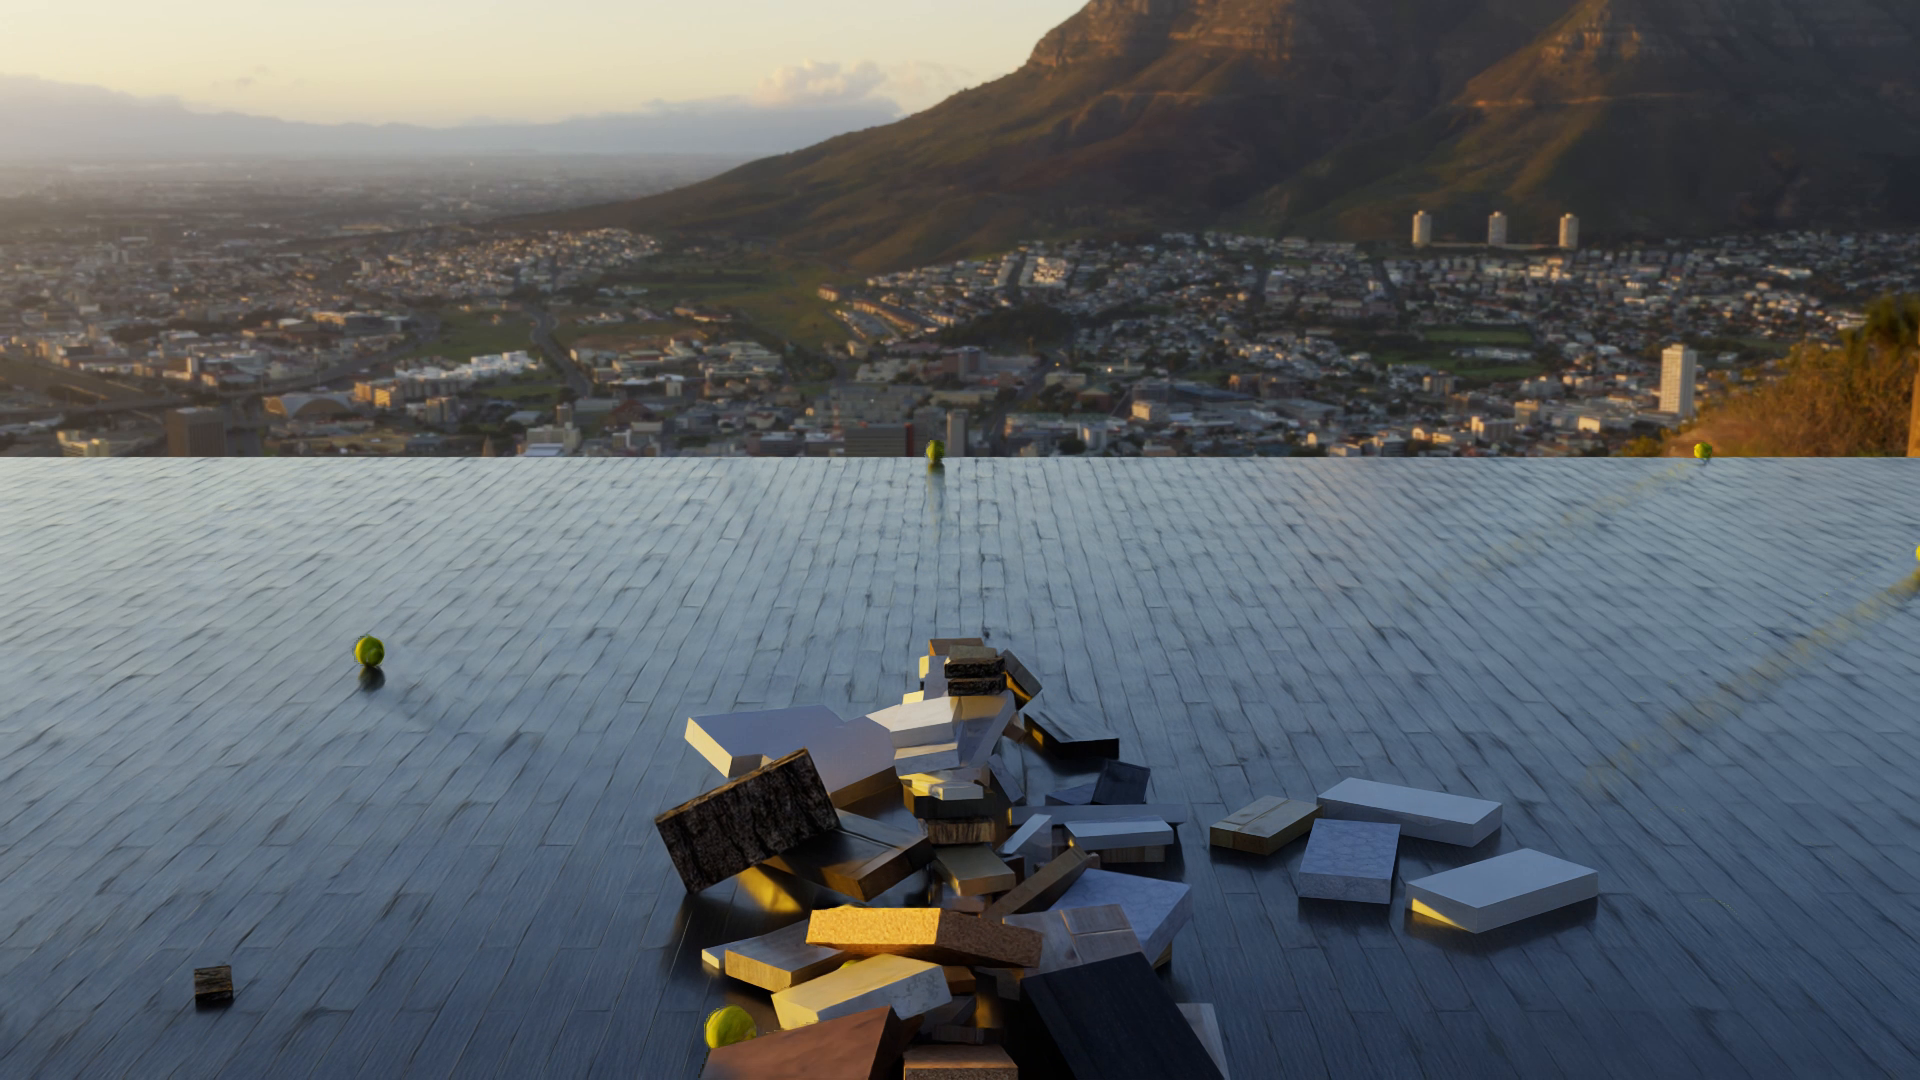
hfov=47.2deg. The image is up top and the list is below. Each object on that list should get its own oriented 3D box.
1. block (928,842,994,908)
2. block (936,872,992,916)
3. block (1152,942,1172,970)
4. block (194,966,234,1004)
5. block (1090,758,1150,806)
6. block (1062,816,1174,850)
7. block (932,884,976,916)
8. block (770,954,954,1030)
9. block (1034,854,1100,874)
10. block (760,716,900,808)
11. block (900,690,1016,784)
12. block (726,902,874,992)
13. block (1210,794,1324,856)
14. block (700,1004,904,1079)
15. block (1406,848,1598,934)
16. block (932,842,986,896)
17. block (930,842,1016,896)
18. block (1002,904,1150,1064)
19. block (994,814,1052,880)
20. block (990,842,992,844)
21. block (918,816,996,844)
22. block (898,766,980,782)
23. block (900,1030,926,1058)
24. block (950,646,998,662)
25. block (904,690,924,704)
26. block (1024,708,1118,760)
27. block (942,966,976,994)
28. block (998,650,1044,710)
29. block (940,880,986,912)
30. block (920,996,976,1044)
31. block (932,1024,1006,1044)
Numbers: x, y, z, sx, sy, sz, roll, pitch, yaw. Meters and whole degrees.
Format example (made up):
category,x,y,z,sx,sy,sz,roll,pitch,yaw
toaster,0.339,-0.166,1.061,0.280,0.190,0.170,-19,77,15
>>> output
category,x,y,z,sx,sy,sz,roll,pitch,yaw
block,0.000,0.542,3.684,0.108,0.031,0.217,-1,26,-3
block,0.006,0.573,3.512,0.090,0.026,0.180,0,32,0
block,0.224,0.639,3.324,0.104,0.029,0.208,7,13,34
block,-1.107,0.658,3.261,0.052,0.015,0.103,-4,11,-19
block,0.300,0.469,4.120,0.090,0.026,0.181,13,22,7
block,0.276,0.512,3.844,0.176,0.025,0.088,-2,11,-12
block,-0.014,0.594,3.437,0.067,0.019,0.134,6,33,9
block,-0.139,0.620,2.978,0.173,0.049,0.346,-18,-3,-16
block,0.176,0.553,3.606,0.116,0.058,0.016,-6,8,-28
block,-0.223,0.432,4.255,0.163,0.046,0.327,26,23,27
block,-0.003,0.350,3.920,0.132,0.037,0.264,-2,25,21
block,-0.206,0.618,3.337,0.139,0.039,0.277,9,14,40
block,0.557,0.515,3.984,0.114,0.032,0.229,7,13,33
block,-0.206,0.662,2.726,0.263,0.037,0.131,-18,25,21
block,0.895,0.576,3.628,0.301,0.043,0.150,-8,13,-36
block,0.001,0.549,3.599,0.090,0.025,0.180,0,32,-2
block,0.018,0.518,3.464,0.090,0.025,0.180,-6,9,-15
block,0.174,0.611,3.060,0.175,0.049,0.349,-5,16,-7
block,0.106,0.538,3.653,0.030,0.107,0.214,4,11,19
block,-0.001,0.523,3.796,0.108,0.031,0.217,-1,25,-3
block,-0.007,0.474,3.646,0.108,0.031,0.217,-2,-1,-5
block,-0.035,0.394,3.715,0.067,0.019,0.133,-1,-2,-43
block,-0.104,0.680,3.048,0.071,0.020,0.141,-31,19,-12
block,0.029,0.240,4.307,0.089,0.025,0.177,3,-15,4
block,-0.031,0.341,4.705,0.095,0.027,0.190,13,-17,-31
block,0.229,0.402,4.583,0.126,0.036,0.251,-3,11,-15
block,-0.027,0.648,3.305,0.067,0.019,0.134,-3,11,-16
block,0.108,0.285,4.458,0.030,0.105,0.210,-42,-4,-12
block,0.006,0.550,3.439,0.067,0.019,0.134,4,9,1
block,-0.034,0.679,3.103,0.071,0.020,0.141,-7,7,21
block,0.014,0.676,3.004,0.071,0.020,0.141,1,-12,14
